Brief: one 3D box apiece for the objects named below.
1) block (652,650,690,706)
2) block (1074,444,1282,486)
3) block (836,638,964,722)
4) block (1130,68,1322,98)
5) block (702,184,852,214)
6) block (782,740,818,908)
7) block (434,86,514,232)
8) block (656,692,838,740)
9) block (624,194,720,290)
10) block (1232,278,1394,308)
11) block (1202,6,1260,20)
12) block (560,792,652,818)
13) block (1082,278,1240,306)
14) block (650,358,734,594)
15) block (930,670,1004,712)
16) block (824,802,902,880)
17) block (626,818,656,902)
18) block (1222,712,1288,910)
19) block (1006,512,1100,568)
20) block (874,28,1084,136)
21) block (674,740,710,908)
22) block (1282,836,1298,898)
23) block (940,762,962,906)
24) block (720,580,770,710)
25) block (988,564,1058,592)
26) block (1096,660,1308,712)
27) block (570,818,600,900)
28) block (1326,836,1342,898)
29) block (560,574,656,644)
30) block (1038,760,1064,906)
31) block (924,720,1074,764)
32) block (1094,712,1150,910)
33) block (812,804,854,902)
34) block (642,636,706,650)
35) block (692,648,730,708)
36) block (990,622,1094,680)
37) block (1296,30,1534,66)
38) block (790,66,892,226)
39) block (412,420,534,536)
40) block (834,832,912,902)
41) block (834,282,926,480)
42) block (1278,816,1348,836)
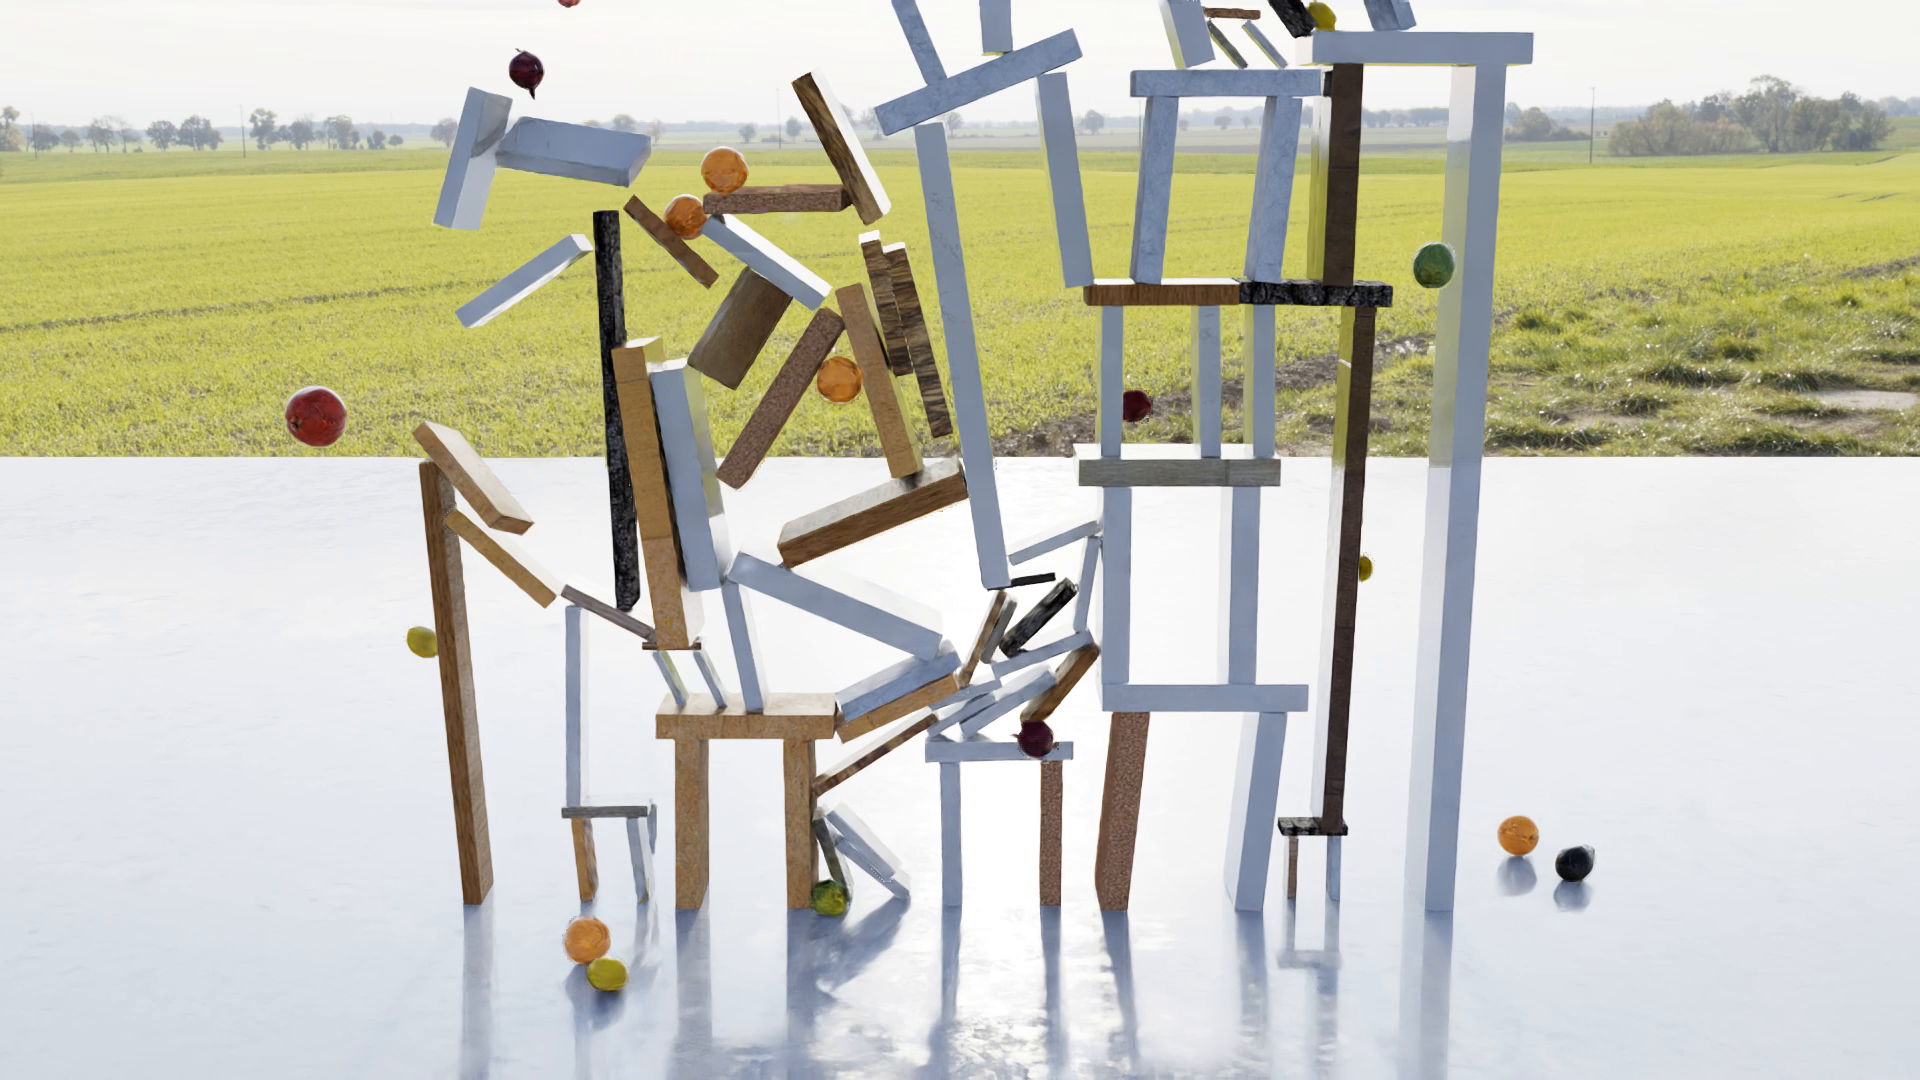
[{"bbox_3d":[-0.473,0.221,3.603,0.014,0.098,0.049,-25,9,5],"label":"block"},{"bbox_3d":[0.346,-0.120,3.538,0.319,0.045,0.159,0,11,0],"label":"block"},{"bbox_3d":[-0.100,0.229,3.612,0.210,0.030,0.105,-26,10,-2],"label":"block"},{"bbox_3d":[0.411,-0.712,3.430,0.283,0.040,0.142,0,11,0],"label":"block"},{"bbox_3d":[-0.284,-0.538,3.465,0.219,0.031,0.109,0,15,9],"label":"block"},{"bbox_3d":[-0.263,0.449,3.643,0.041,0.286,0.143,0,10,1],"label":"block"},{"bbox_3d":[-0.778,-0.608,3.520,0.031,0.222,0.111,18,9,8],"label":"block"},{"bbox_3d":[-0.347,0.288,3.611,0.286,0.041,0.143,0,10,0],"label":"block"},{"bbox_3d":[-0.457,-0.471,3.486,0.181,0.026,0.090,44,-3,-8],"label":"block"},{"bbox_3d":[0.556,-0.393,3.490,0.238,0.034,0.119,1,11,0],"label":"block"},{"bbox_3d":[0.416,-0.815,3.406,0.093,0.013,0.046,3,11,-1],"label":"block"},{"bbox_3d":[-0.585,0.440,3.642,0.141,0.020,0.071,-1,10,-3],"label":"block"},{"bbox_3d":[0.317,-0.393,3.488,0.238,0.034,0.119,0,10,0],"label":"block"},{"bbox_3d":[-0.431,-0.108,3.558,0.050,0.356,0.178,-8,10,3],"label":"block"},{"bbox_3d":[0.008,0.246,3.610,0.125,0.018,0.063,-19,10,1],"label":"block"},{"bbox_3d":[-0.158,0.497,3.638,0.145,0.021,0.072,45,8,4],"label":"block"},{"bbox_3d":[-0.530,0.520,3.653,0.020,0.141,0.071,-6,10,2],"label":"block"},{"bbox_3d":[0.487,0.426,3.639,0.047,0.331,0.166,5,10,-1],"label":"block"},{"bbox_3d":[0.150,-0.002,3.566,0.153,0.022,0.076,-22,10,4],"label":"block"},{"bbox_3d":[0.027,-0.712,3.427,0.327,0.046,0.163,-21,10,3],"label":"block"},{"bbox_3d":[-0.443,0.449,3.641,0.041,0.286,0.143,1,10,-1],"label":"block"},{"bbox_3d":[0.550,0.536,3.660,0.015,0.109,0.054,1,11,0],"label":"block"},{"bbox_3d":[-0.014,0.470,3.649,0.034,0.243,0.121,-1,11,0],"label":"block"},{"bbox_3d":[-0.351,0.163,3.593,0.030,0.210,0.105,-10,10,2],"label":"block"},{"bbox_3d":[0.099,0.062,3.579,0.114,0.016,0.057,-9,11,1],"label":"block"},{"bbox_3d":[0.393,0.238,3.605,0.331,0.047,0.166,0,11,0],"label":"block"},{"bbox_3d":[-0.623,0.520,3.655,0.020,0.141,0.071,-5,10,1],"label":"block"},{"bbox_3d":[0.622,0.536,3.660,0.015,0.109,0.054,0,11,0],"label":"block"},{"bbox_3d":[-0.564,0.111,3.584,0.170,0.024,0.085,27,9,-6],"label":"block"},{"bbox_3d":[0.150,0.470,3.649,0.034,0.243,0.121,0,11,0],"label":"block"},{"bbox_3d":[0.064,0.332,3.623,0.243,0.034,0.121,-1,10,1],"label":"block"},{"bbox_3d":[0.266,0.426,3.639,0.047,0.331,0.166,5,10,-1],"label":"block"},{"bbox_3d":[-0.210,0.519,3.654,0.021,0.145,0.072,-18,10,4],"label":"block"},{"bbox_3d":[-0.466,0.168,3.592,0.098,0.014,0.049,0,10,3],"label":"block"},{"bbox_3d":[-0.408,0.222,3.599,0.014,0.098,0.049,-25,9,5],"label":"block"},{"bbox_3d":[0.131,0.177,3.610,0.174,0.025,0.087,-21,10,1],"label":"block"},{"bbox_3d":[0.703,-0.763,3.422,0.337,0.048,0.168,0,11,0],"label":"block"},{"bbox_3d":[-0.184,-0.617,3.440,0.035,0.247,0.123,-25,13,10],"label":"block"},{"bbox_3d":[-0.777,-0.098,3.509,0.212,0.030,0.106,48,8,17],"label":"block"},{"bbox_3d":[-0.143,0.537,3.660,0.145,0.021,0.072,39,9,-6],"label":"block"},{"bbox_3d":[-0.128,-0.257,3.544,0.044,0.311,0.156,-17,4,4],"label":"block"},{"bbox_3d":[0.585,0.475,3.649,0.109,0.015,0.054,0,11,0],"label":"block"}]
